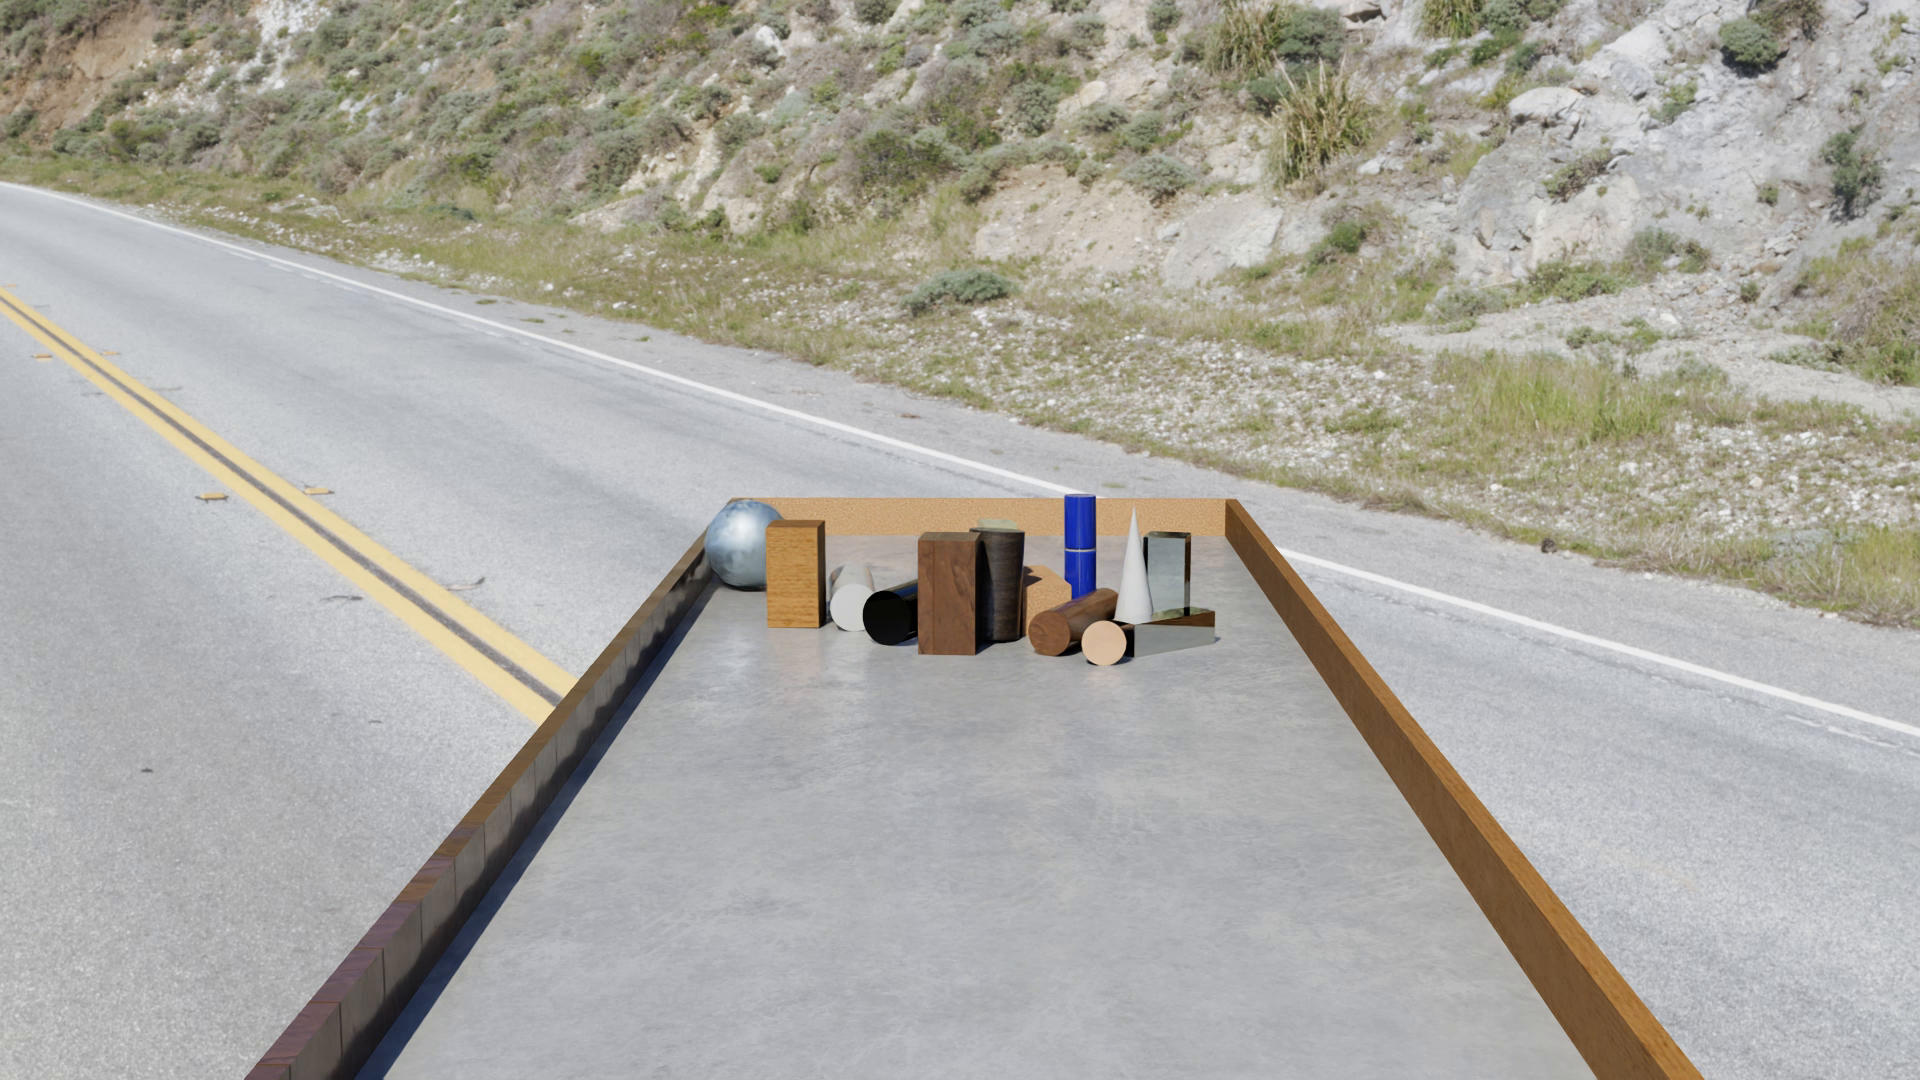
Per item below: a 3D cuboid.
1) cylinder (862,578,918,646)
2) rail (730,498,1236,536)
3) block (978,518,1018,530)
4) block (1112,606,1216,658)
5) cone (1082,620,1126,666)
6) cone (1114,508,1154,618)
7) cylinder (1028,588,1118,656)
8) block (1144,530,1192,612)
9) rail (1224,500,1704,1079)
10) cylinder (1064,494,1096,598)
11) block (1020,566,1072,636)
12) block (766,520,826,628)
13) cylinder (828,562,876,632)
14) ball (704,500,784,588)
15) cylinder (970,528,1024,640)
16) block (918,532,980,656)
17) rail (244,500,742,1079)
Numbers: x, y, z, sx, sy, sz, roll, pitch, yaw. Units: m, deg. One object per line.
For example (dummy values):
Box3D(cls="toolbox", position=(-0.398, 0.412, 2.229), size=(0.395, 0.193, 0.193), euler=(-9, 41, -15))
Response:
Box3D(cls="cylinder", position=(-0.139, 0.217, 7.078), size=(0.176, 0.176, 0.400), euler=(5, 10, 27))
Box3D(cls="rail", position=(0.099, -0.098, 9.147), size=(2.100, 0.150, 0.050), euler=(0, 9, 1))
Box3D(cls="block", position=(0.112, 0.110, 7.192), size=(0.108, 0.345, 0.108), euler=(2, 9, -12))
Box3D(cls="block", position=(0.636, 0.286, 6.866), size=(0.346, 0.105, 0.105), euler=(-7, 11, -38))
Box3D(cls="cone", position=(0.423, 0.317, 6.795), size=(0.135, 0.135, 0.343), euler=(-1, -2, -4))
Box3D(cls="cone", position=(0.551, 0.104, 6.943), size=(0.156, 0.438, 0.156), euler=(-1, 8, 0))
Box3D(cls="cylinder", position=(0.373, 0.256, 6.947), size=(0.141, 0.141, 0.450), euler=(4, 10, 26))
Box3D(cls="block", position=(0.676, 0.134, 7.190), size=(0.135, 0.306, 0.135), euler=(2, 9, 15))
Box3D(cls="rail", position=(1.046, 0.843, 3.208), size=(0.050, 0.150, 12.000), euler=(0, 9, 1))
Box3D(cls="cylinder", position=(0.395, 0.067, 7.212), size=(0.106, 0.430, 0.106), euler=(-1, 8, 0))
Box3D(cls="block", position=(0.244, 0.197, 7.255), size=(0.160, 0.160, 0.394), euler=(-2, 9, -10))
Box3D(cls="block", position=(-0.539, 0.110, 7.249), size=(0.170, 0.332, 0.170), euler=(0, 9, 5))
Box3D(cls="cylinder", position=(-0.358, 0.185, 7.342), size=(0.157, 0.157, 0.439), euler=(-1, 9, -4))
Box3D(cls="ball", position=(-0.759, 0.016, 7.896), size=(0.316, 0.316, 0.316), euler=(0, 9, 0))
Box3D(cls="cylinder", position=(0.109, 0.138, 7.003), size=(0.178, 0.341, 0.178), euler=(3, 5, 0))
Box3D(cls="block", position=(-0.032, 0.165, 6.832), size=(0.177, 0.357, 0.177), euler=(1, 9, 6))
Box3D(cls="rail", position=(-1.004, 0.839, 3.234), size=(0.050, 0.150, 12.000), euler=(0, 9, 1))
